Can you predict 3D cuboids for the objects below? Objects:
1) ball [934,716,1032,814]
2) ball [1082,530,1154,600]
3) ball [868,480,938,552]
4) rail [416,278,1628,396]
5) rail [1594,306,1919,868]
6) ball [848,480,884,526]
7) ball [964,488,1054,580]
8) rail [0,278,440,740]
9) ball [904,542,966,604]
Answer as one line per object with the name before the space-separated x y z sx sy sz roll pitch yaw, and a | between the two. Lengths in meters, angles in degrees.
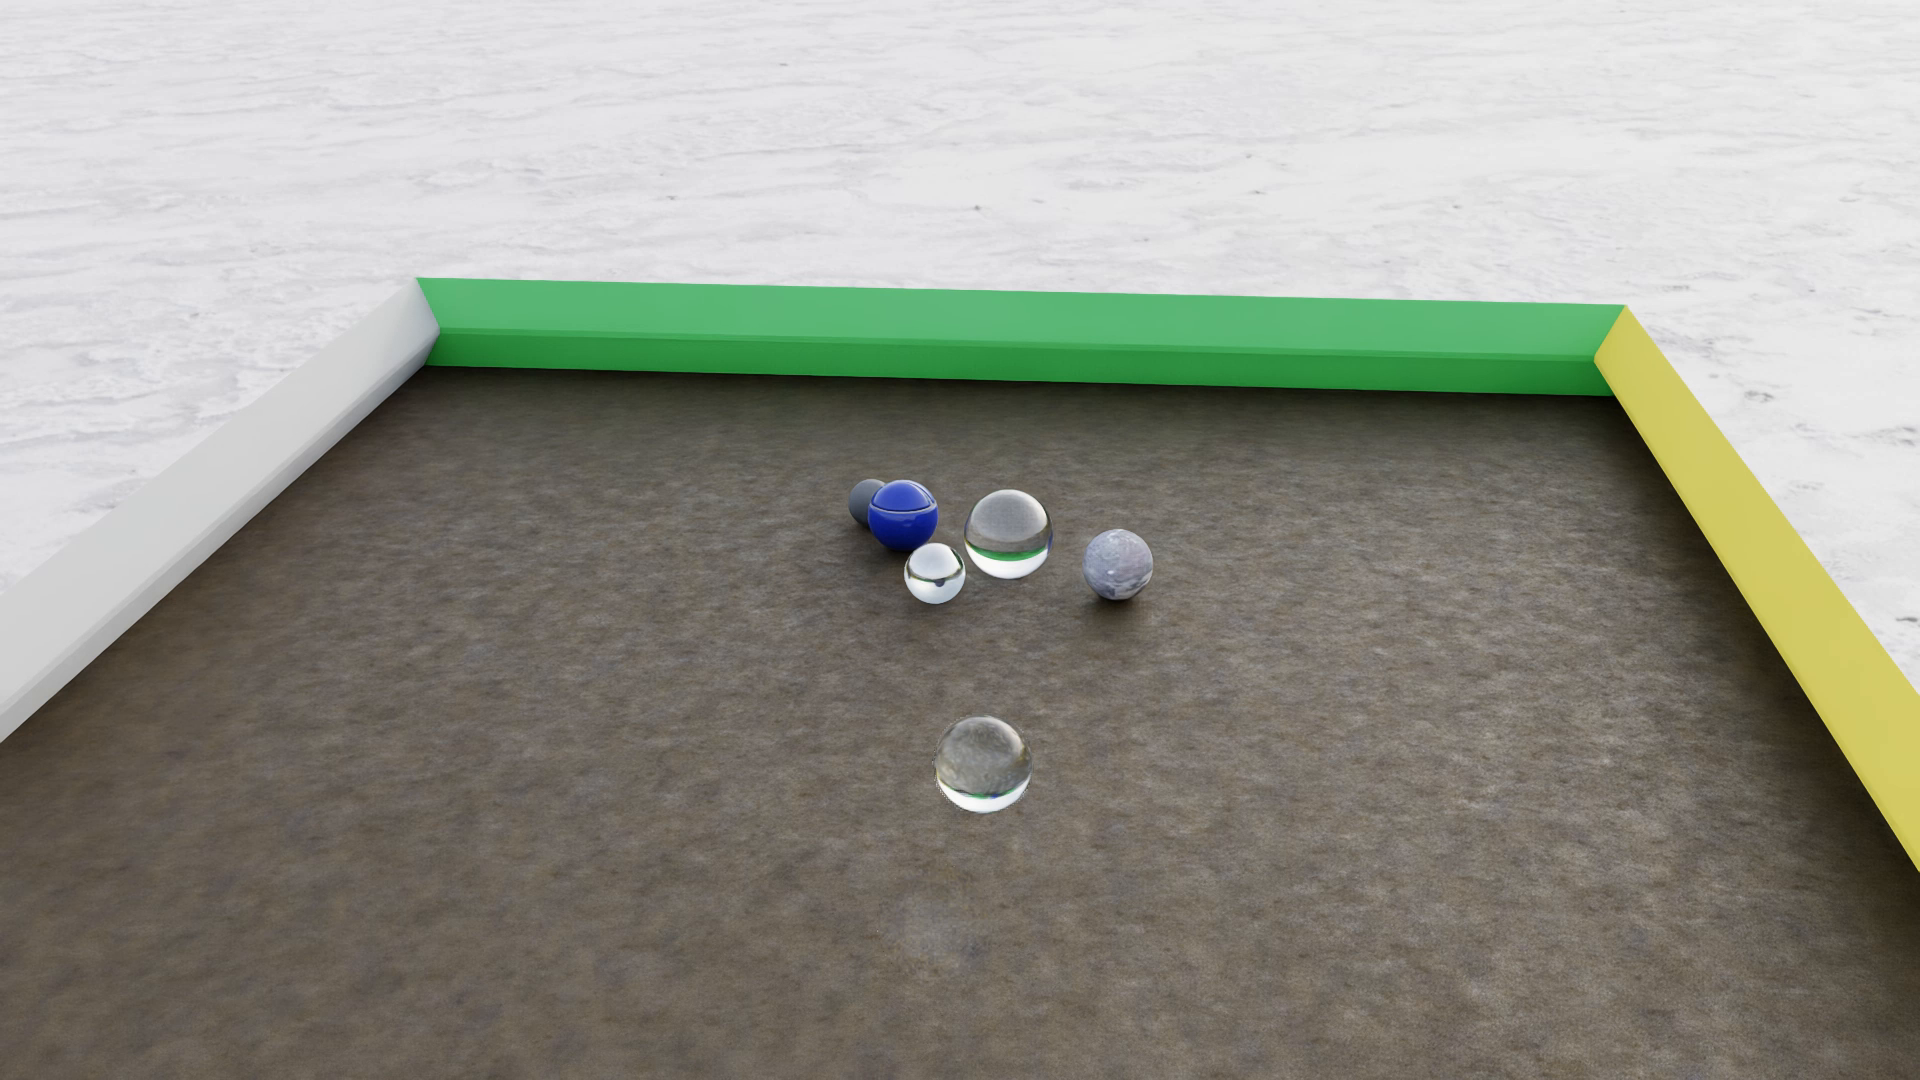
ball | 0.020 0.193 1.897 0.084 0.084 0.084 0 21 0
ball | 0.168 0.026 2.345 0.076 0.076 0.076 0 21 0
ball | -0.064 -0.028 2.479 0.081 0.081 0.081 0 21 0
rail | 0.064 -0.279 3.067 1.694 0.128 0.045 2 21 5
rail | 0.754 0.262 1.651 0.045 0.128 2.943 2 21 5
ball | -0.102 -0.043 2.555 0.055 0.055 0.055 0 21 0
ball | 0.053 -0.006 2.398 0.099 0.099 0.099 0 21 0
rail | -0.886 0.210 1.789 0.045 0.128 2.943 2 21 5
ball | -0.027 0.035 2.336 0.065 0.065 0.065 0 21 0
